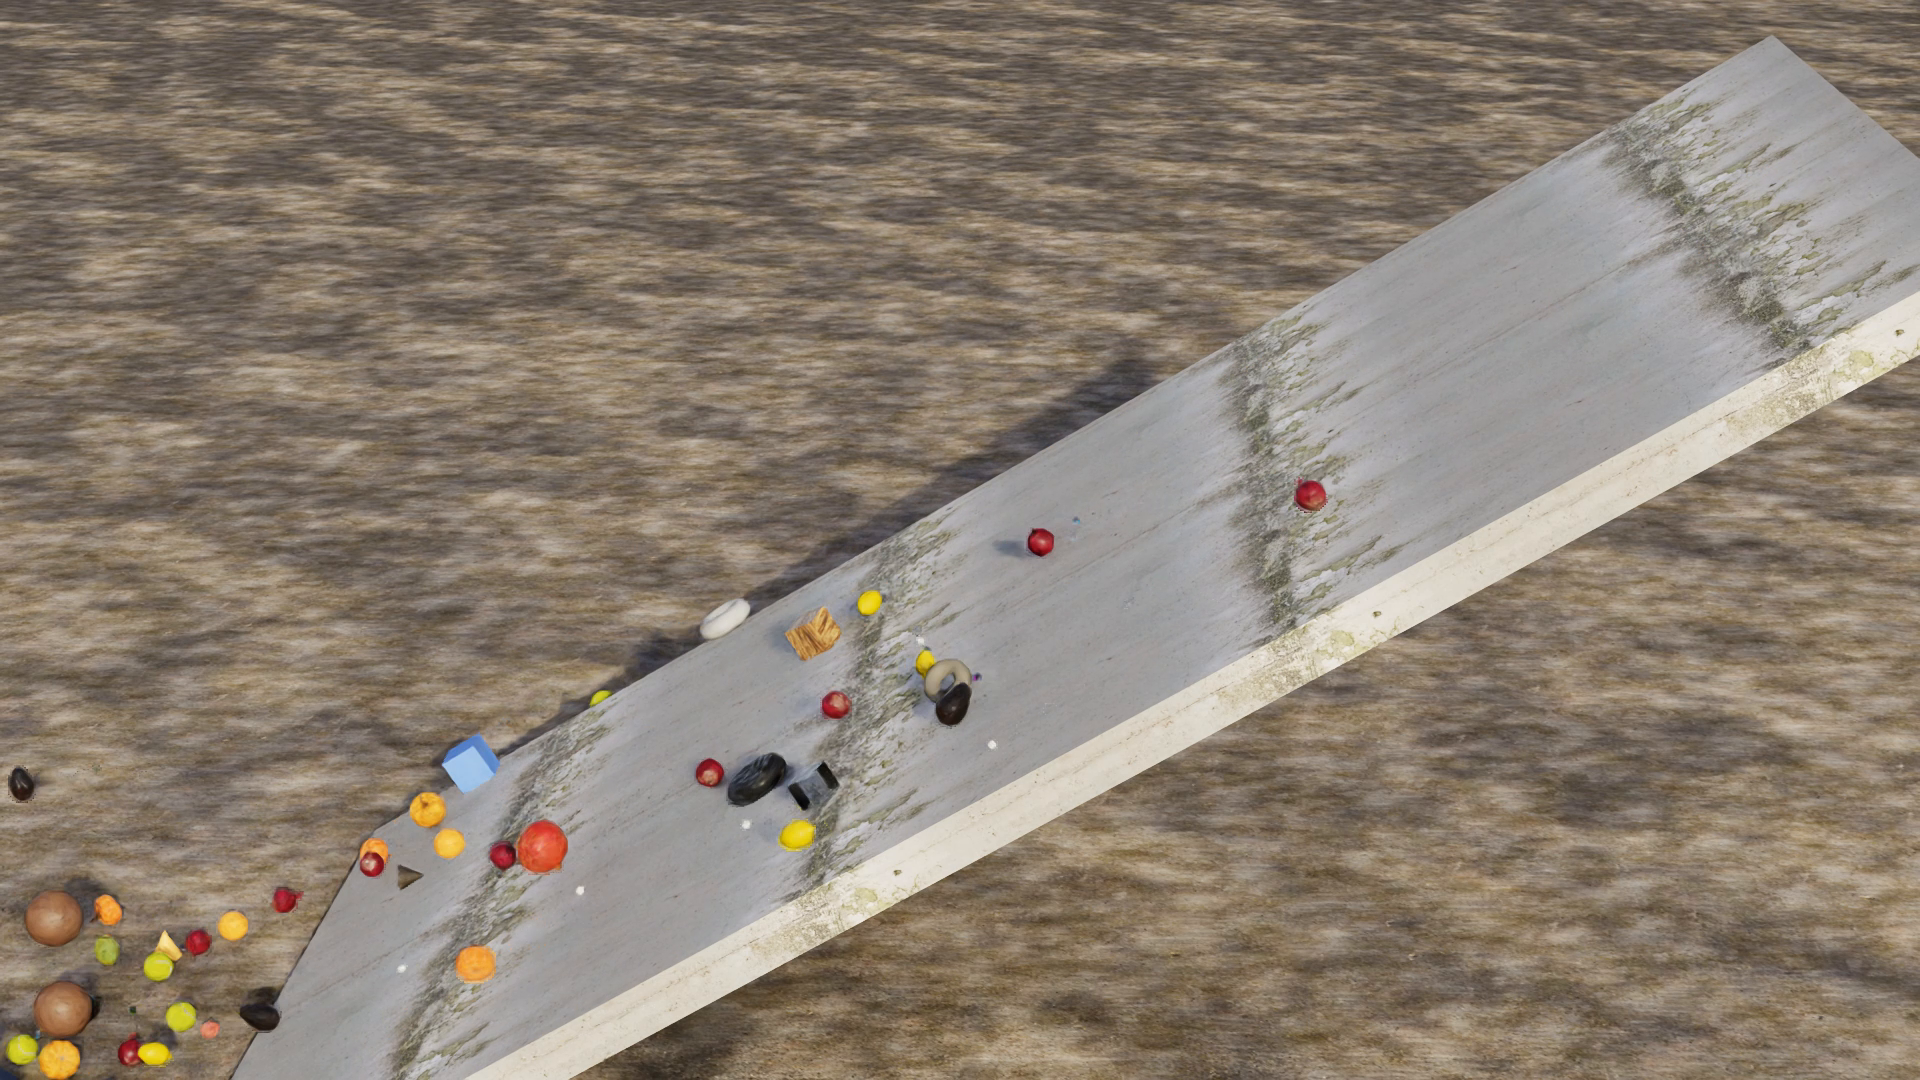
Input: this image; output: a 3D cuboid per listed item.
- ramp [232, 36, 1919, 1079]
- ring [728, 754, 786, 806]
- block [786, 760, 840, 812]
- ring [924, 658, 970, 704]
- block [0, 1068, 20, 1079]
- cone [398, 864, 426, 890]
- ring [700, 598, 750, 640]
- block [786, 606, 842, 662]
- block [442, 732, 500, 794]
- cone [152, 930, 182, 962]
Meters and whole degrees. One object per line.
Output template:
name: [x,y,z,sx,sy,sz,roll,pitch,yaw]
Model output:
ramp: [0.141,0.169,6.289,4.000,0.100,2.000,-29,15,13]
ring: [-0.422,0.498,6.113,0.143,0.048,0.143,-34,14,10]
block: [-0.290,0.488,5.838,0.063,0.063,0.063,-22,18,36]
ring: [-0.025,0.285,5.920,0.101,0.034,0.101,-12,56,19]
block: [-2.123,1.223,6.472,0.081,0.081,0.081,17,25,39]
cone: [-1.304,0.801,7.009,0.061,0.061,0.061,-5,19,0]
ring: [-0.594,0.200,7.424,0.144,0.048,0.144,-32,14,9]
block: [-0.337,0.215,6.777,0.080,0.080,0.080,-24,17,30]
block: [-1.245,0.570,7.491,0.096,0.096,0.096,-31,15,8]
cone: [-1.936,0.982,7.170,0.072,0.072,0.072,0,19,0]
